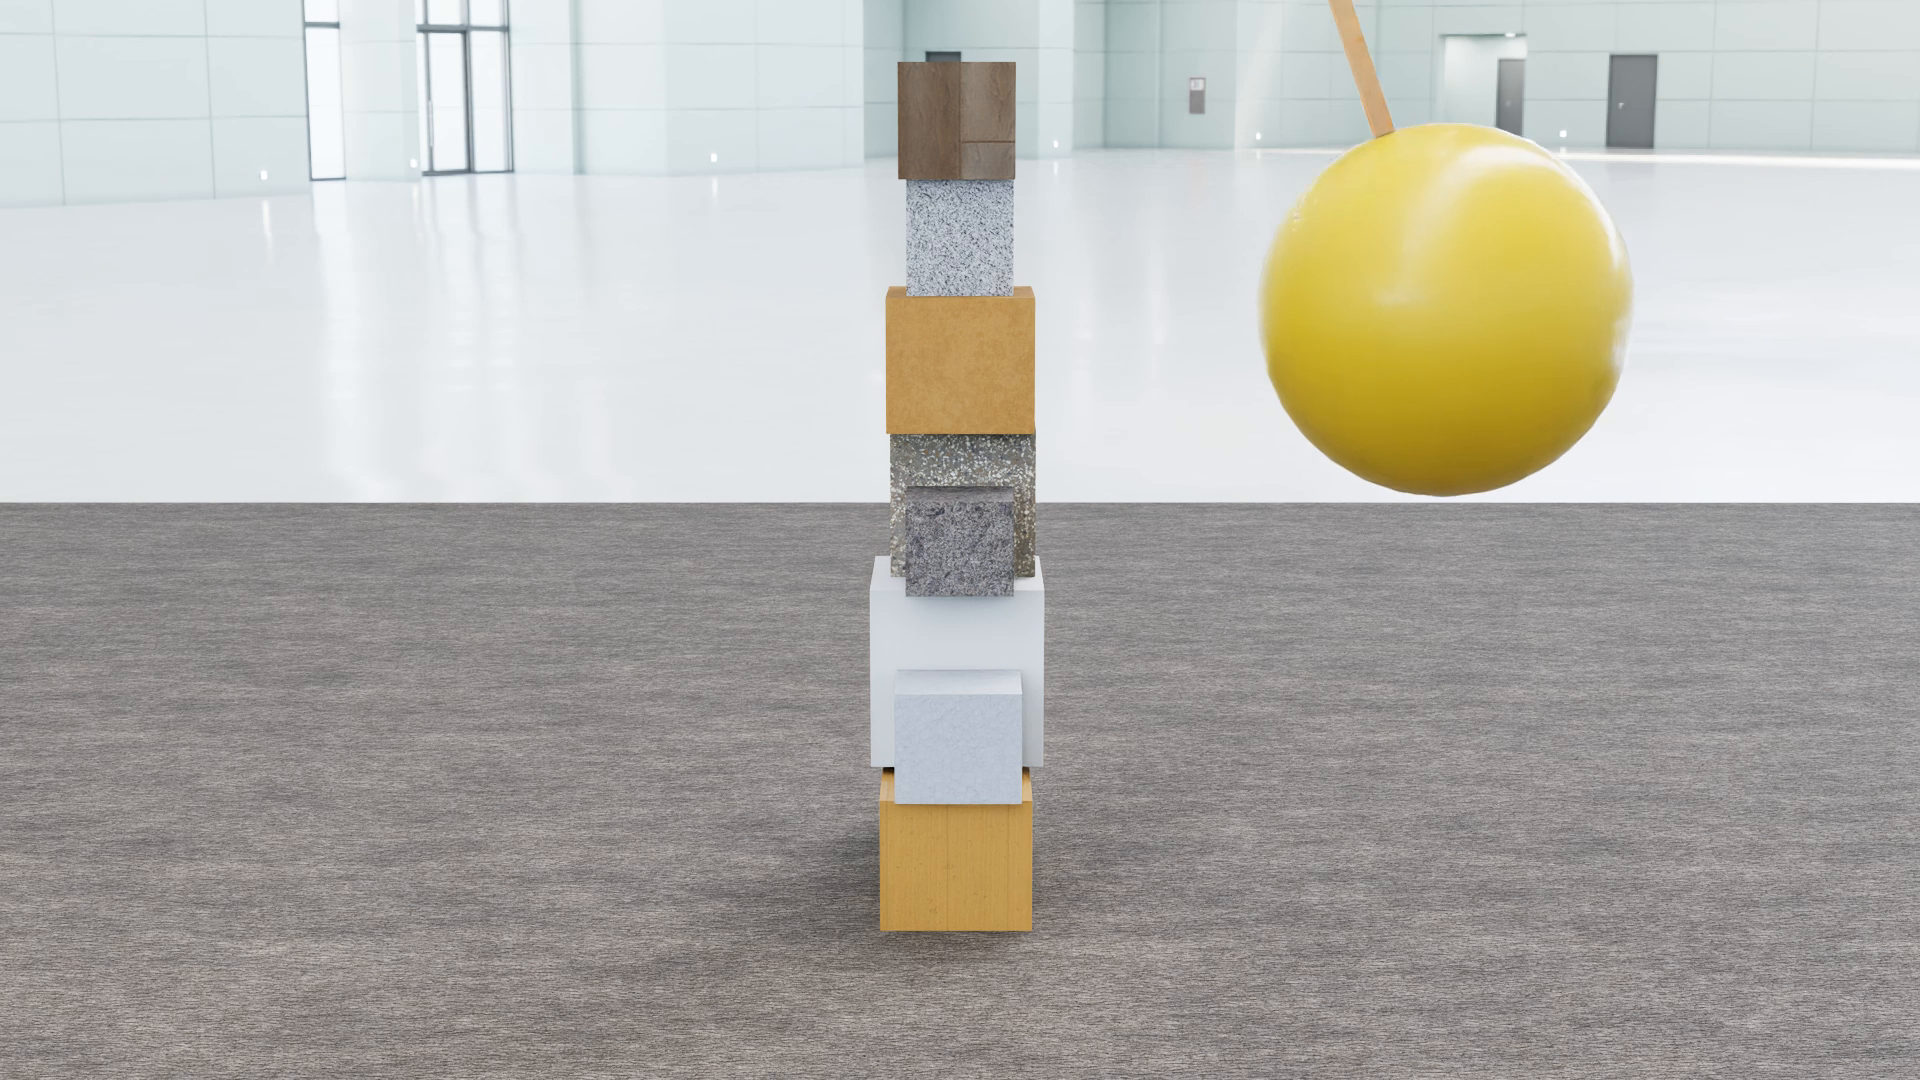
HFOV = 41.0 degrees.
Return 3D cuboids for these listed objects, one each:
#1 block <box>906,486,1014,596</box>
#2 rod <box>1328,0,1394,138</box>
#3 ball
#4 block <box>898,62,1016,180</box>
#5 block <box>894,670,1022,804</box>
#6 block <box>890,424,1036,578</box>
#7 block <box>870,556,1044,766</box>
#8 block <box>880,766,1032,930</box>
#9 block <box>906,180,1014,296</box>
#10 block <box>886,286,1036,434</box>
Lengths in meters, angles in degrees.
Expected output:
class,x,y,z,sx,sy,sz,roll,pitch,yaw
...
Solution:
class,x,y,z,sx,sy,sz,roll,pitch,yaw
block,-0.001,0.002,10.831,0.450,0.400,0.408,0,10,0
rod,0.899,-4.122,10.431,0.080,5.200,0.080,-20,10,4
ball,2.074,-0.983,11.002,1.600,1.600,1.600,0,10,0
block,-0.014,-1.778,10.857,0.489,0.482,0.472,0,10,0
block,-0.007,0.814,10.676,0.520,0.462,0.438,0,10,0
block,0.013,-0.219,11.353,0.624,0.649,0.679,0,10,0
block,-0.012,0.519,11.249,0.735,0.768,0.776,0,10,0
block,-0.016,1.299,10.861,0.630,0.558,0.538,0,10,0
block,0.000,-1.302,10.944,0.449,0.487,0.396,0,10,0
block,0.002,-0.781,11.038,0.625,0.571,0.616,0,10,0
